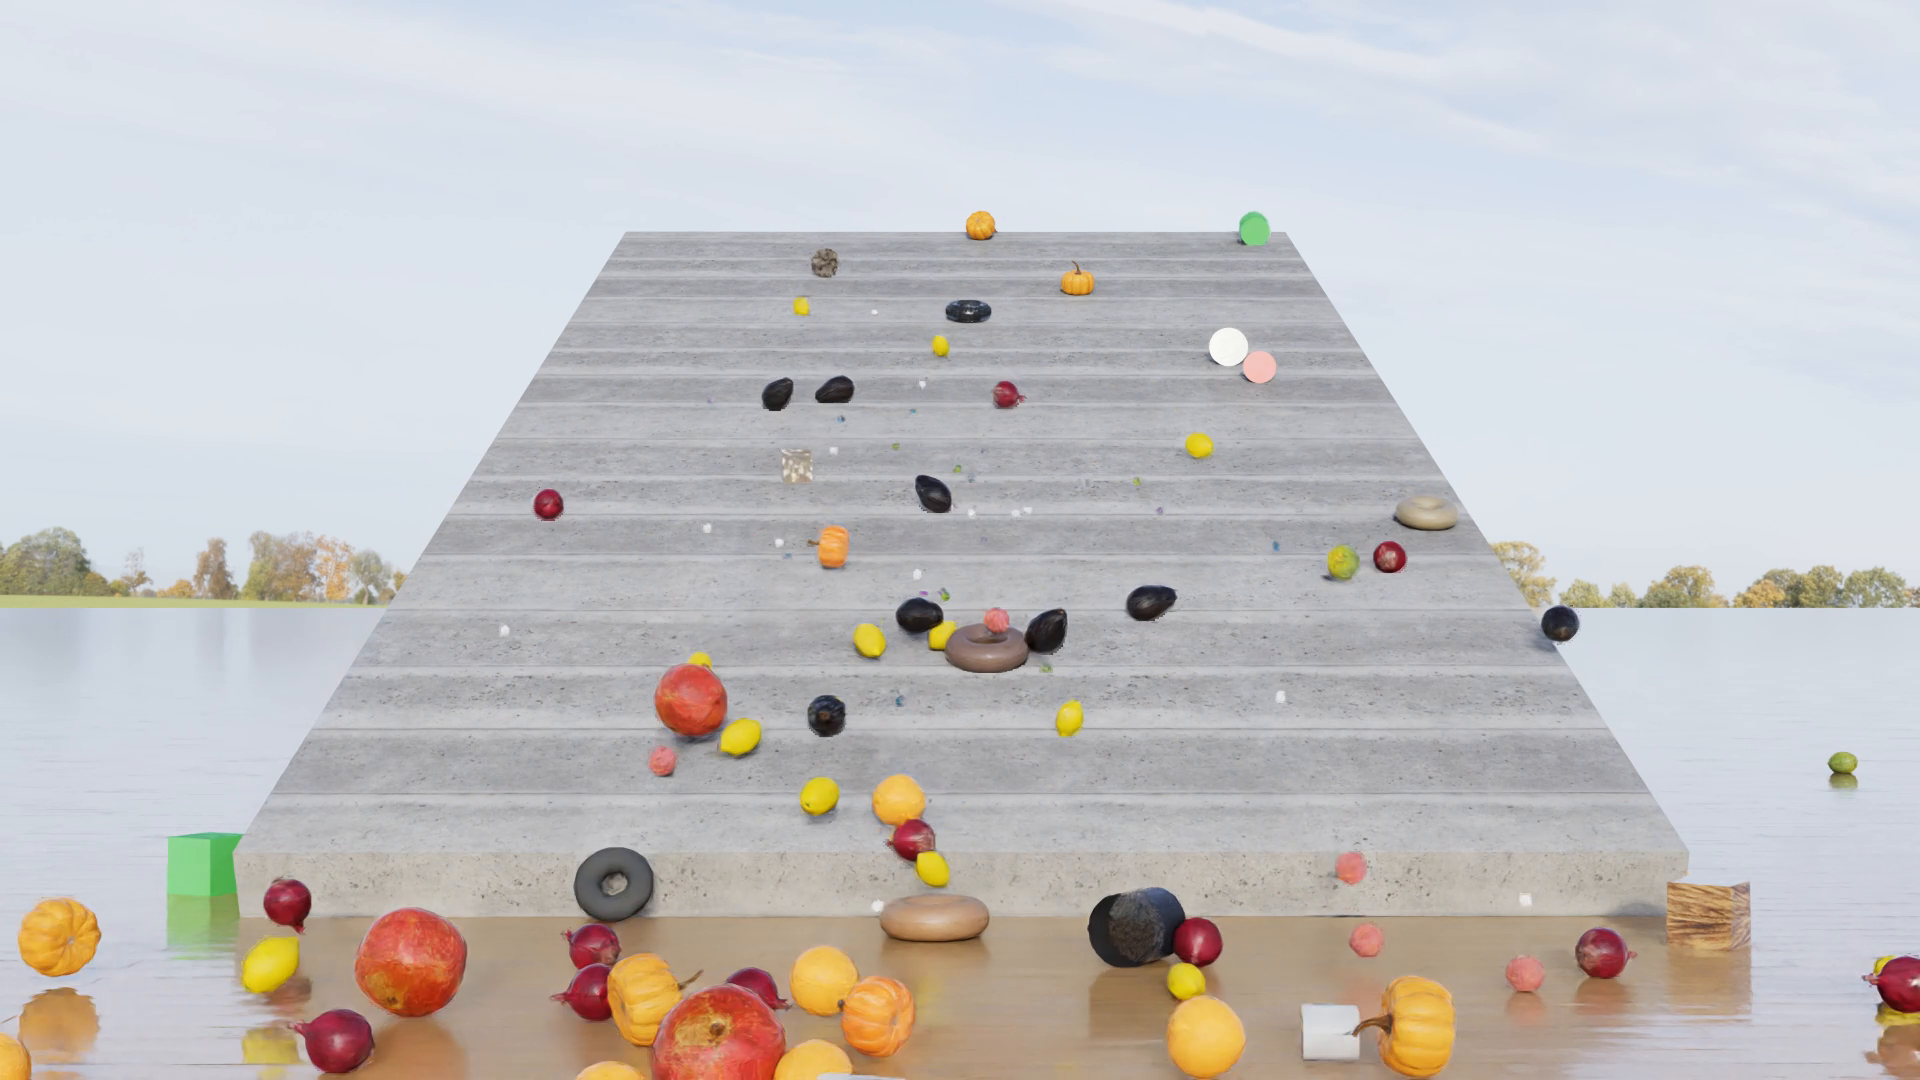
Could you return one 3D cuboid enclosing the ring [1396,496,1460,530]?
[{"bbox_3d":[0.905,-0.053,4.381,0.123,0.041,0.123,1,19,0],"label":"ring"}]

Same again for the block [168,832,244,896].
[{"bbox_3d":[-1.130,0.488,3.413,0.084,0.084,0.084,-1,-2,26],"label":"block"}]

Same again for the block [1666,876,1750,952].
[{"bbox_3d":[0.955,0.475,2.889,0.080,0.080,0.080,-1,-2,36],"label":"block"}]

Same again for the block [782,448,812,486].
[{"bbox_3d":[-0.332,-0.149,4.614,0.058,0.058,0.058,-2,20,-6],"label":"block"}]

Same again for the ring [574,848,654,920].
[{"bbox_3d":[-0.467,0.464,3.058,0.108,0.108,0.036,0,-36,1],"label":"ring"}]

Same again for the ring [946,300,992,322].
[{"bbox_3d":[0.022,-0.593,5.868,0.122,0.041,0.122,1,19,0],"label":"ring"}]

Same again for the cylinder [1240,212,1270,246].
[{"bbox_3d":[0.871,-0.921,6.708,0.086,0.086,0.086,0,22,5],"label":"cylinder"}]

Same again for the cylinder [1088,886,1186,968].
[{"bbox_3d":[0.215,0.468,2.741,0.088,0.088,0.088,-1,-2,32],"label":"cylinder"}]

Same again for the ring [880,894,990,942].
[{"bbox_3d":[-0.033,0.494,2.962,0.144,0.048,0.144,-1,-1,0],"label":"ring"}]

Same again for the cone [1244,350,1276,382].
[{"bbox_3d":[0.703,-0.401,5.351,0.077,0.077,0.077,0,-7,1],"label":"cone"}]

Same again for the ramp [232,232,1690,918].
[{"bbox_3d":[-0.005,-0.206,5.007,2.000,0.100,4.000,0,20,0],"label":"ramp"}]

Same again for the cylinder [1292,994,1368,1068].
[{"bbox_3d":[0.350,0.465,2.140,0.052,0.052,0.052,29,10,22],"label":"cylinder"}]

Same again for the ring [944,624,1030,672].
[{"bbox_3d":[0.045,0.177,3.735,0.141,0.047,0.141,-1,20,0],"label":"ring"}]

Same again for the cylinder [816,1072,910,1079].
[{"bbox_3d":[-0.075,0.450,1.756,0.069,0.069,0.069,-1,-2,20],"label":"cylinder"}]
